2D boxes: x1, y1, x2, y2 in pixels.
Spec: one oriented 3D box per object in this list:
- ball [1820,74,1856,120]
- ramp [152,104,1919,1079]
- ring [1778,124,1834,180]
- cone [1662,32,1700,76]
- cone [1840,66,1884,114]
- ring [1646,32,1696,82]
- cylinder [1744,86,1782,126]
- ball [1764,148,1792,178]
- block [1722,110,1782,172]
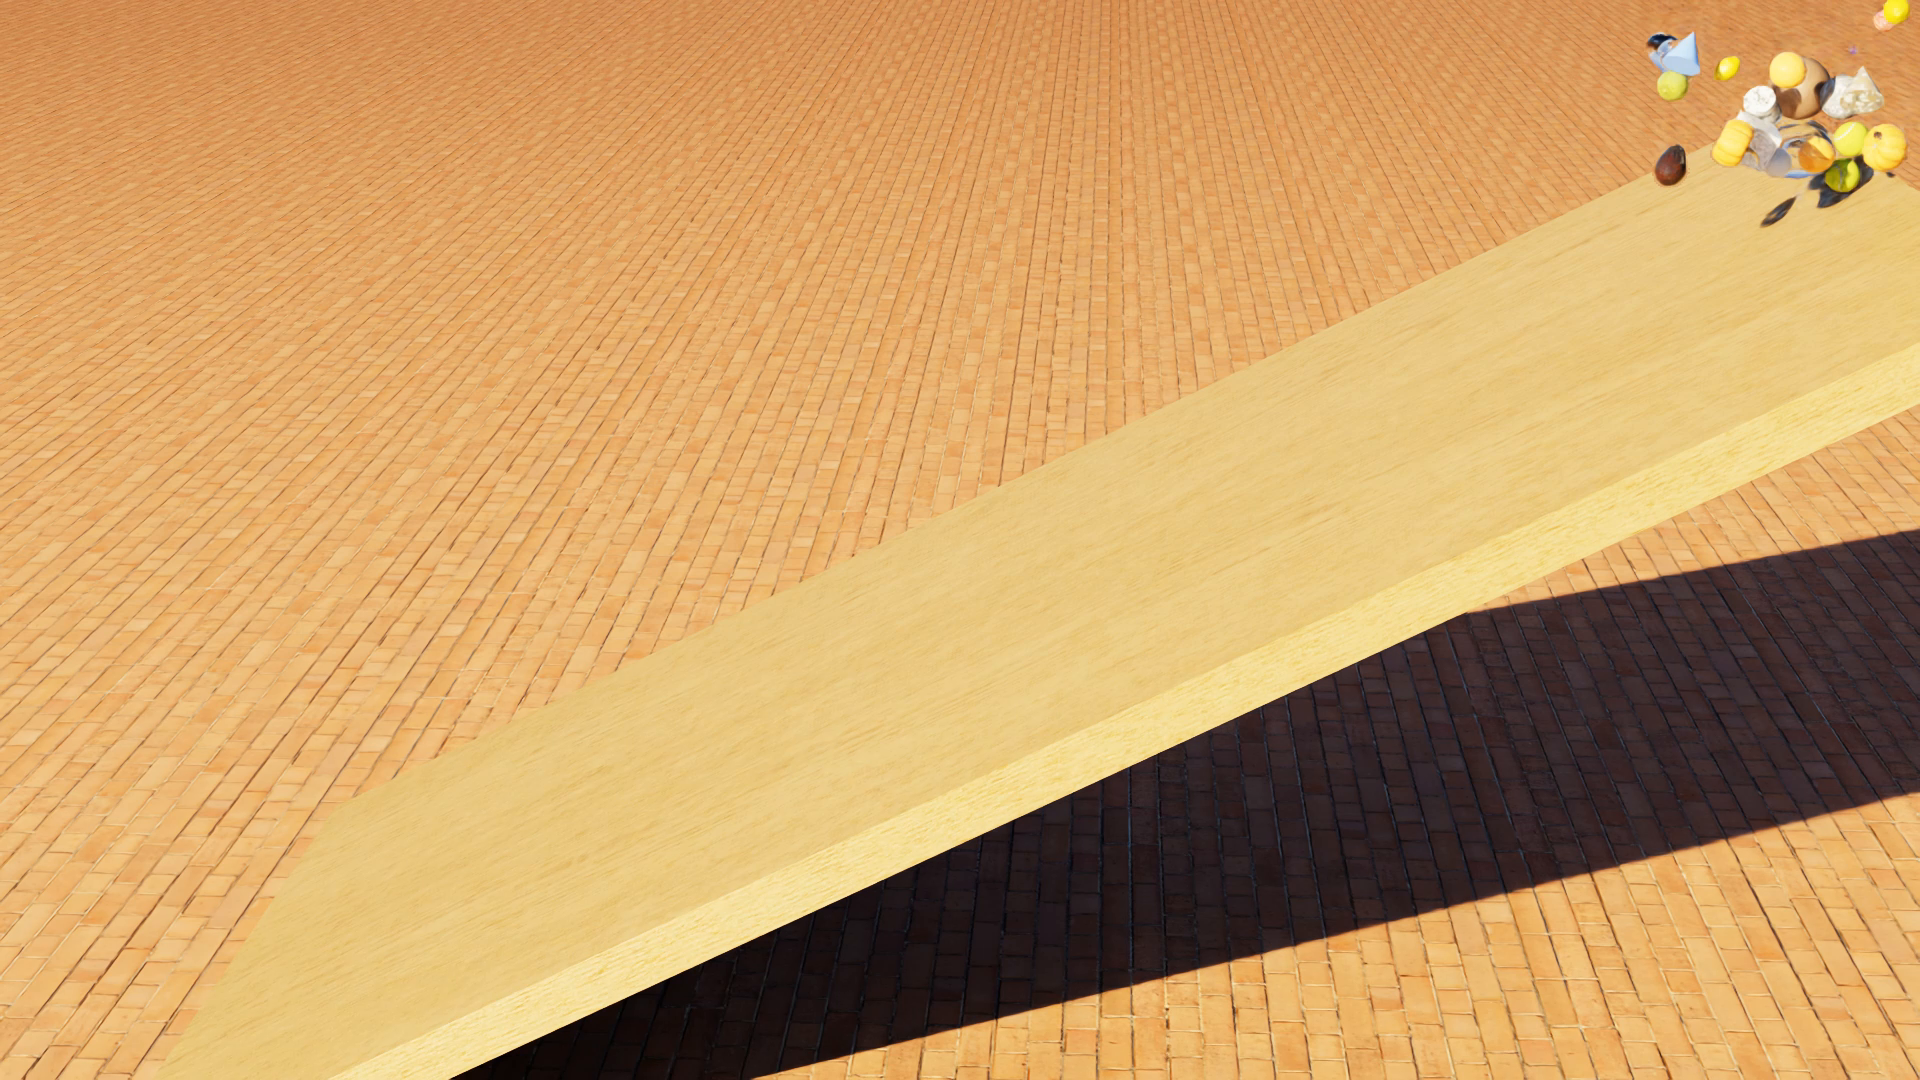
[{"bbox_3d":[1.789,-0.898,5.965,0.090,0.090,0.090,0,17,0],"label":"ball"},{"bbox_3d":[0.140,0.168,6.281,4.000,0.100,2.000,-26,14,10],"label":"ramp"},{"bbox_3d":[1.708,-0.793,6.001,0.145,0.145,0.048,5,56,16],"label":"ring"},{"bbox_3d":[1.421,-0.961,5.744,0.077,0.077,0.077,22,-10,4],"label":"cone"},{"bbox_3d":[1.805,-0.914,5.883,0.087,0.087,0.087,7,-23,3],"label":"cone"},{"bbox_3d":[1.459,-0.989,6.024,0.041,0.123,0.123,-48,29,-6],"label":"ring"},{"bbox_3d":[1.576,-0.848,5.774,0.062,0.062,0.062,11,-17,33],"label":"cylinder"},{"bbox_3d":[1.614,-0.745,5.813,0.060,0.060,0.060,0,17,0],"label":"ball"},{"bbox_3d":[1.544,-0.777,5.736,0.076,0.076,0.076,22,28,-8],"label":"block"}]
